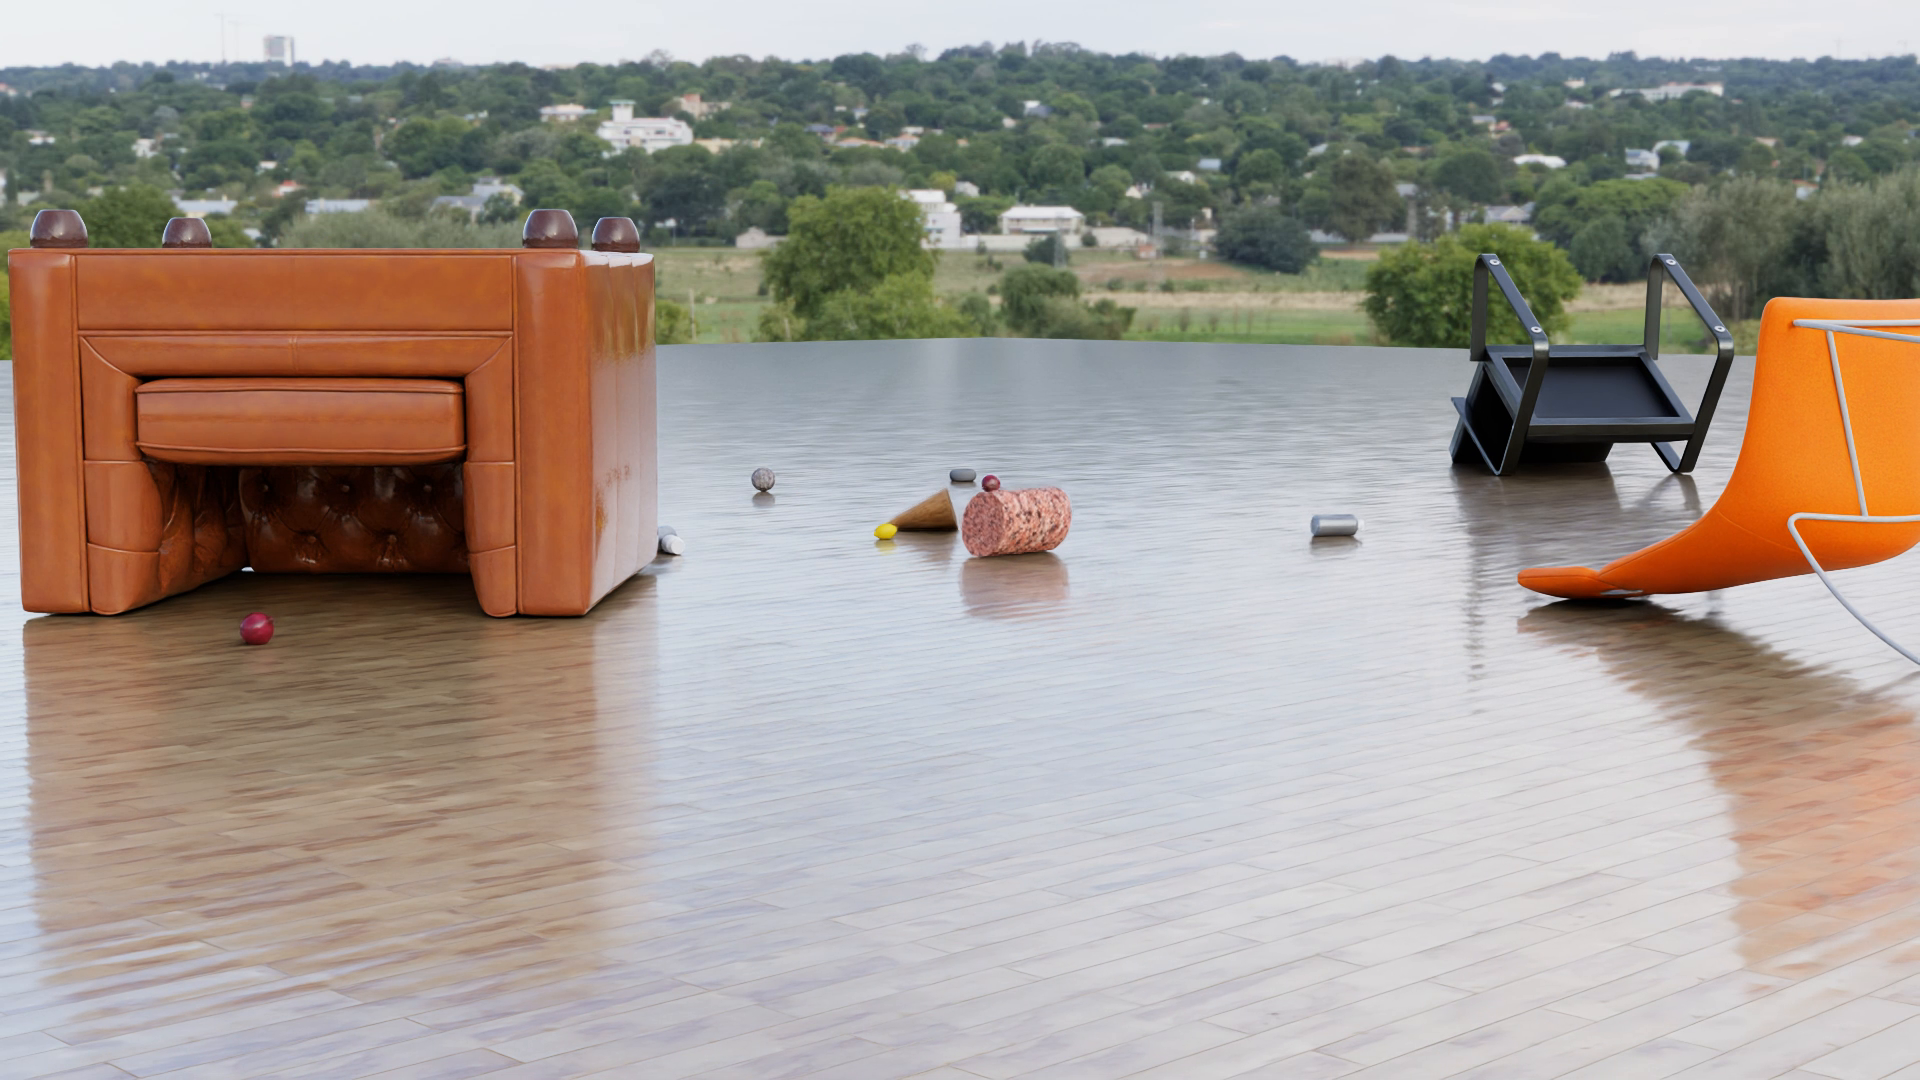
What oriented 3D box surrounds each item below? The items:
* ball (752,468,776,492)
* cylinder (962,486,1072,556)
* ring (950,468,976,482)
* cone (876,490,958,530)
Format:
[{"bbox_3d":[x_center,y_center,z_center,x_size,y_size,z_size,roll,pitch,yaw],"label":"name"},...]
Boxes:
[{"bbox_3d":[-0.602,-0.186,7.857,0.074,0.074,0.074,0,6,0],"label":"ball"},{"bbox_3d":[0.134,-0.045,6.076,0.218,0.167,0.136,-5,47,-42],"label":"cylinder"},{"bbox_3d":[0.009,-0.208,8.259,0.083,0.037,0.107,-4,6,-24],"label":"ring"},{"bbox_3d":[-0.122,-0.053,6.651,0.211,0.108,0.167,-15,-13,3],"label":"cone"}]
